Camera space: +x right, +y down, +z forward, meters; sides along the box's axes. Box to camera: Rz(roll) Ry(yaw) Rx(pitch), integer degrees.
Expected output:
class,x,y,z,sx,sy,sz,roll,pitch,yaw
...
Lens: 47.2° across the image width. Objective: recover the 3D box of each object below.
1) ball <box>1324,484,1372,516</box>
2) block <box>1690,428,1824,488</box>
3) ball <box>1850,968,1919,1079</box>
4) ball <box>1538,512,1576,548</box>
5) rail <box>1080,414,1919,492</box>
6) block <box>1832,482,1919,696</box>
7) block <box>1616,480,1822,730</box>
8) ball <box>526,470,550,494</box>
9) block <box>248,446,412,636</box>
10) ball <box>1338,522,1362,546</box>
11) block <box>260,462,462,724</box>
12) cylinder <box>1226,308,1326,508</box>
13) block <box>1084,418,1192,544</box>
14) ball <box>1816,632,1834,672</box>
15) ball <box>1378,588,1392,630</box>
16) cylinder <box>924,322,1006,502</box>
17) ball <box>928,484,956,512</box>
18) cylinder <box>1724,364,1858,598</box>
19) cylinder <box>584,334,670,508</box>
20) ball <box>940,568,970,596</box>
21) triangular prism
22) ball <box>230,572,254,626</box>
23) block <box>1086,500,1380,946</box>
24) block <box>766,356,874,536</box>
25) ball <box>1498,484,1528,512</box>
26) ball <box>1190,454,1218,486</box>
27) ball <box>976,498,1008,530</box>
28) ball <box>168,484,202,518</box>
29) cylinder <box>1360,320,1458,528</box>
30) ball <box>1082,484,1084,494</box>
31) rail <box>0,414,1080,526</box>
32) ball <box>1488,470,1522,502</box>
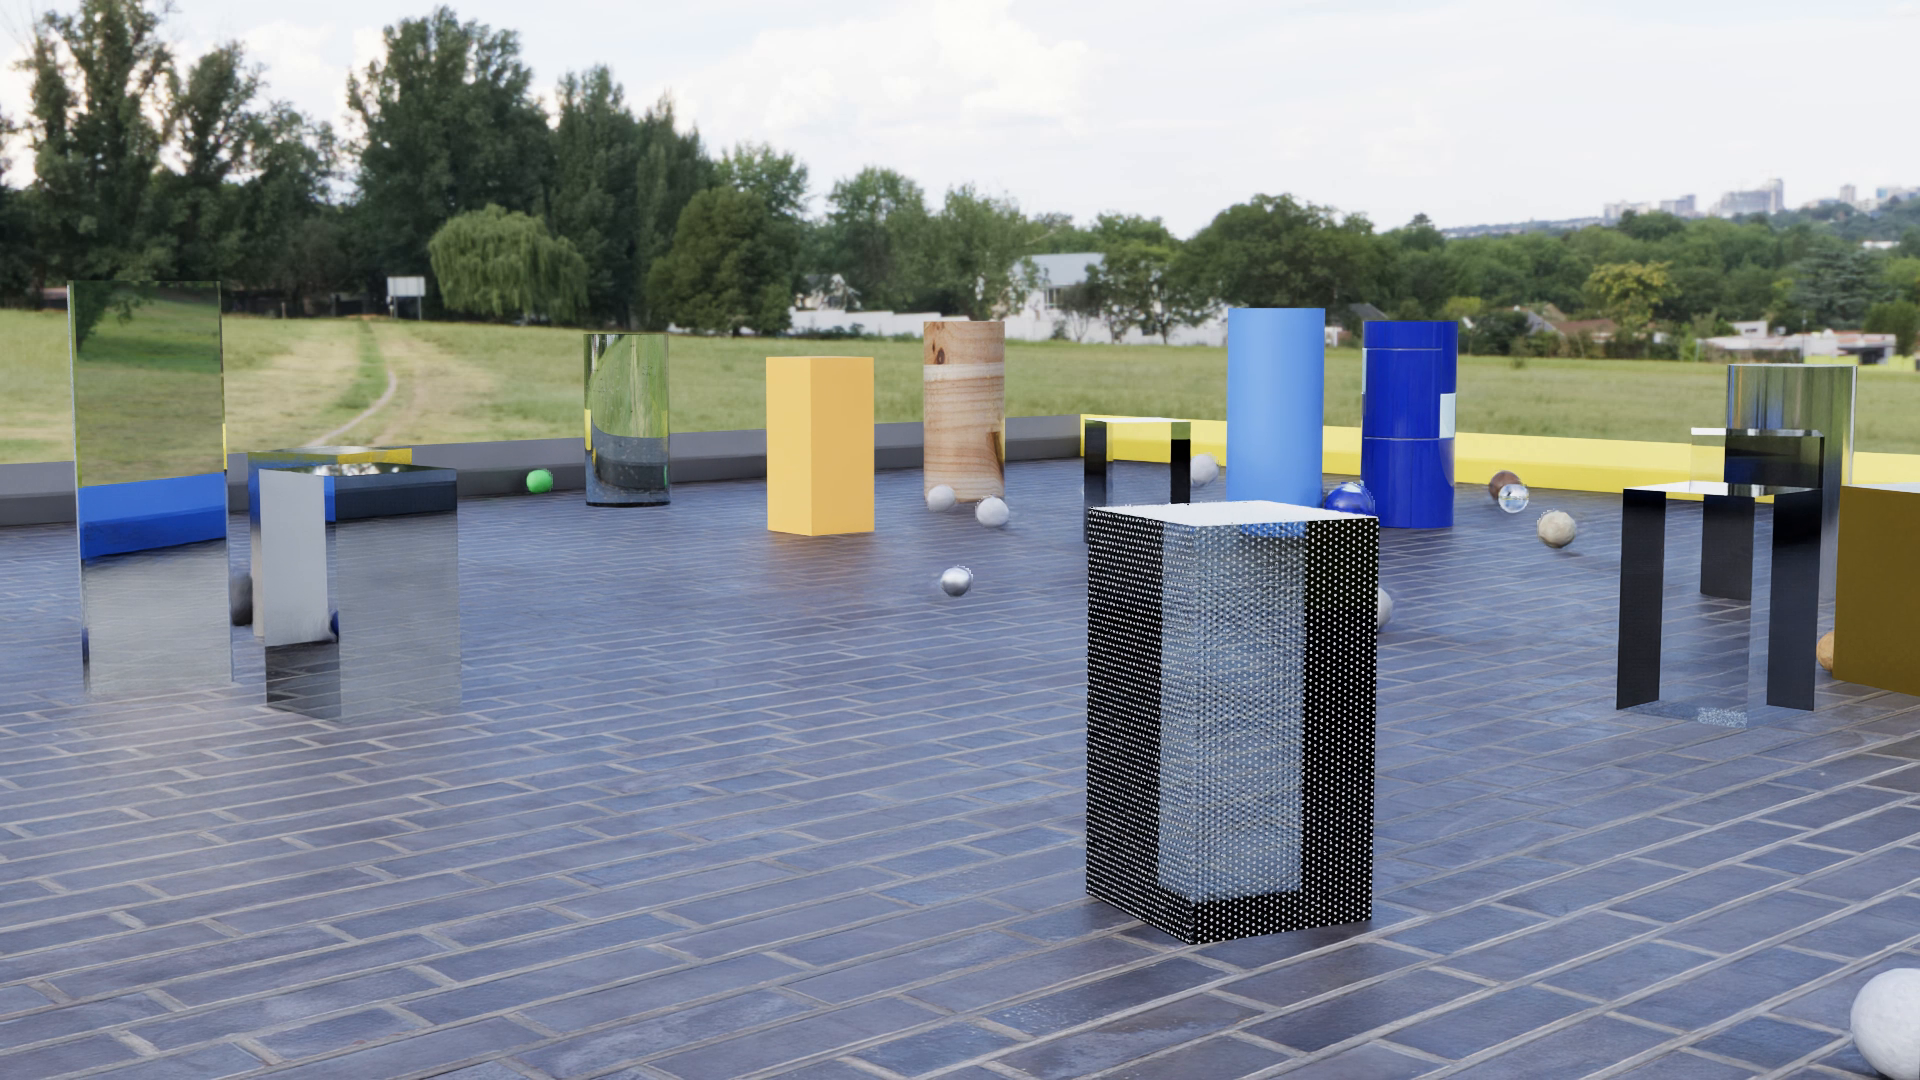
class,x,y,z,sx,sy,sz,roll,pitch,yaw
ball,0.772,-0.062,4.376,0.096,0.096,0.096,0,6,0
block,1.003,0.008,2.786,0.154,0.290,0.154,2,6,18
ball,0.549,0.280,1.271,0.065,0.065,0.065,0,6,0
ball,1.113,-0.019,4.097,0.069,0.069,0.069,0,6,0
rail,1.849,-0.146,5.029,0.045,0.125,4.427,-6,8,-42
block,1.153,0.055,2.601,0.154,0.234,0.154,-2,6,-22
block,0.838,0.067,2.430,0.154,0.248,0.154,-6,8,-43
ball,-1.016,-0.141,5.303,0.059,0.059,0.059,0,6,0
block,-0.864,0.002,3.030,0.154,0.251,0.154,3,7,24
ball,0.736,-0.012,4.143,0.045,0.045,0.045,0,6,0
block,-0.669,0.054,2.458,0.154,0.267,0.154,6,8,42
cylinder,0.633,-0.242,4.419,0.192,0.445,0.192,0,6,0
block,0.332,-0.107,4.136,0.154,0.237,0.154,-2,6,-17
ball,1.075,0.137,2.690,0.053,0.053,0.053,0,6,0
ball,0.566,0.095,3.041,0.064,0.064,0.064,0,6,0
cylinder,0.010,-0.306,5.168,0.192,0.415,0.192,0,6,0
ball,-0.040,-0.091,4.809,0.063,0.063,0.063,0,6,0
cylinder,1.304,-0.097,3.466,0.192,0.356,0.192,0,6,0
cylinder,-0.758,-0.275,5.011,0.192,0.387,0.192,0,6,0
ball,-0.007,0.065,3.408,0.046,0.046,0.046,0,6,0
triangular prism,-0.979,-0.069,2.629,0.166,0.476,0.144,-4,7,-31
ball,-1.012,0.083,3.093,0.077,0.077,0.077,0,6,0
block,0.199,0.127,1.629,0.154,0.296,0.154,-3,7,-25
block,-0.280,-0.192,4.412,0.154,0.348,0.154,-5,8,-39
ball,1.212,-0.092,4.814,0.064,0.064,0.064,0,6,0
ball,0.612,-0.176,5.549,0.079,0.079,0.079,0,6,0
ball,0.066,-0.054,4.456,0.064,0.064,0.064,0,6,0
ball,-1.661,-0.084,4.710,0.069,0.069,0.069,0,6,0
cylinder,0.926,-0.241,4.540,0.192,0.419,0.192,0,6,0
ball,0.309,-0.120,5.171,0.045,0.045,0.045,0,6,0
rail,-1.485,-0.136,4.933,5.080,0.125,0.045,-6,8,-42
ball,1.252,-0.122,5.044,0.075,0.075,0.075,0,6,0
